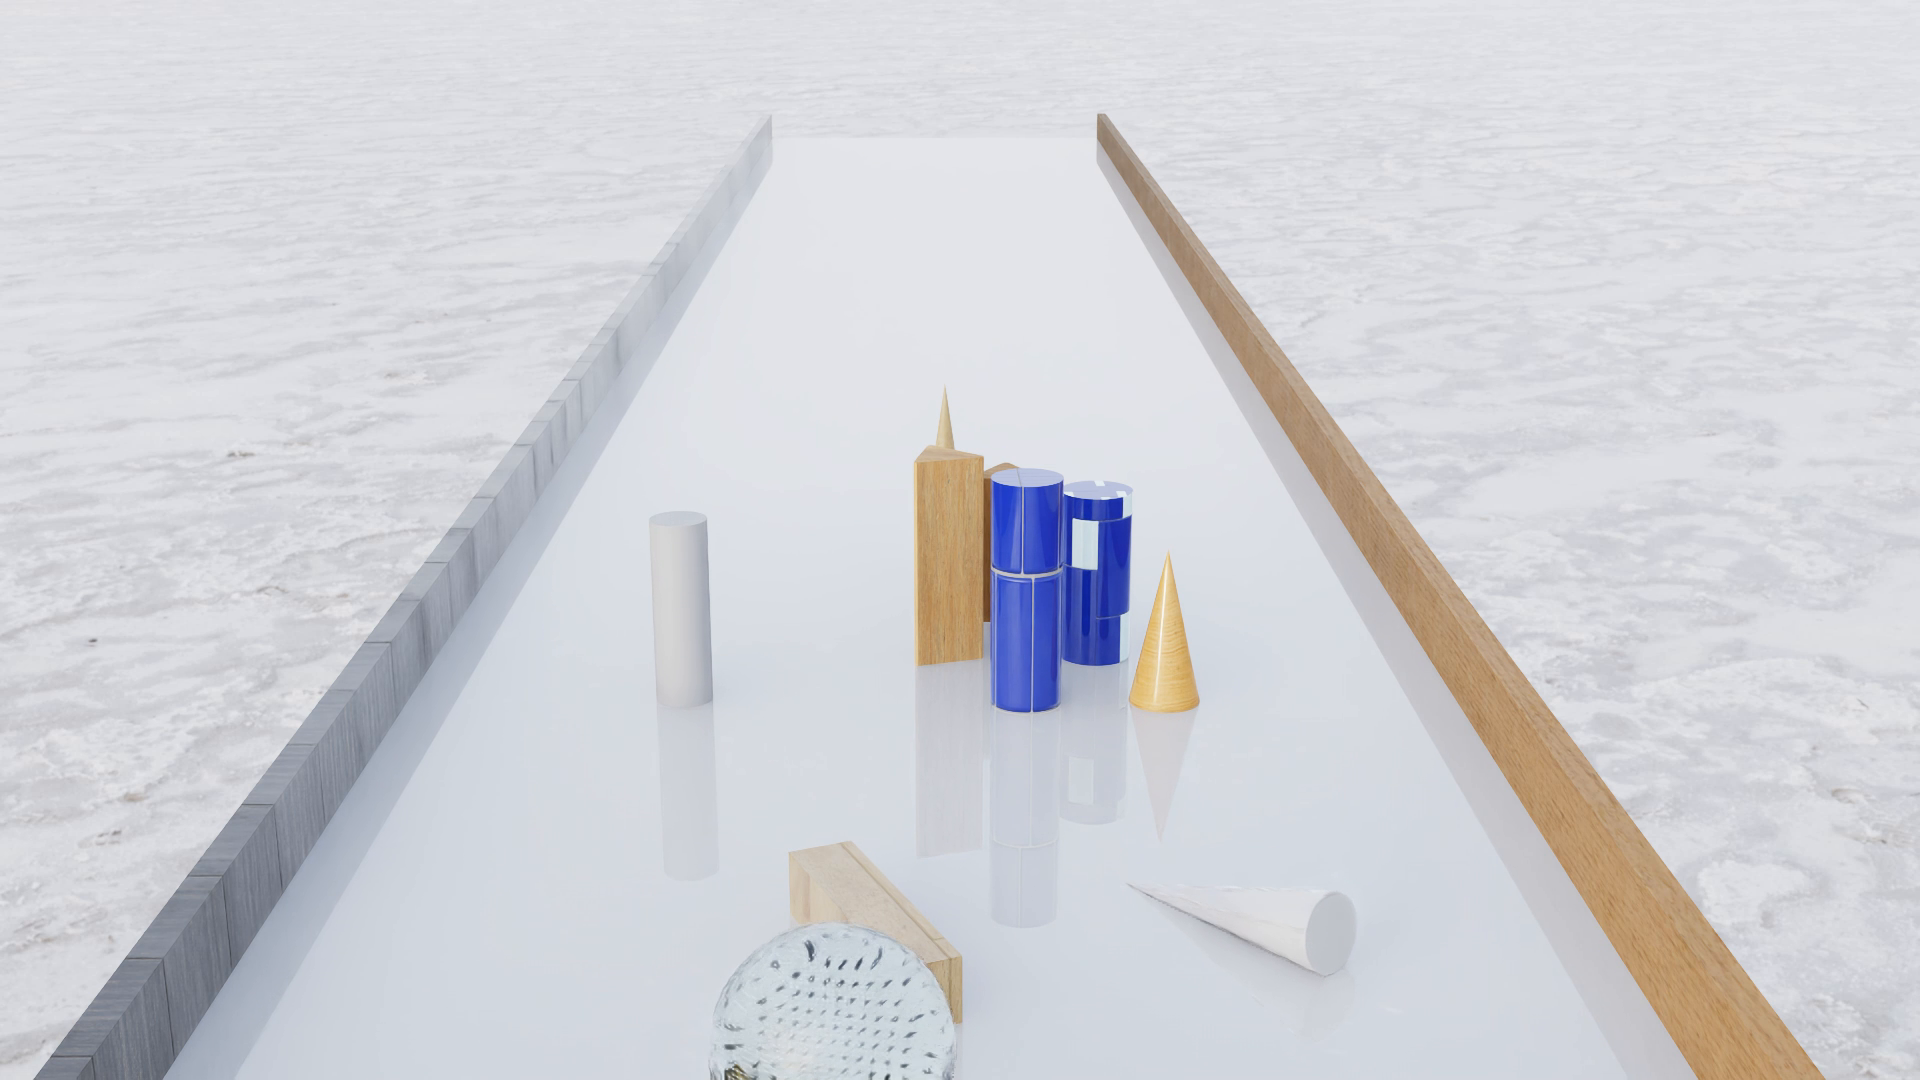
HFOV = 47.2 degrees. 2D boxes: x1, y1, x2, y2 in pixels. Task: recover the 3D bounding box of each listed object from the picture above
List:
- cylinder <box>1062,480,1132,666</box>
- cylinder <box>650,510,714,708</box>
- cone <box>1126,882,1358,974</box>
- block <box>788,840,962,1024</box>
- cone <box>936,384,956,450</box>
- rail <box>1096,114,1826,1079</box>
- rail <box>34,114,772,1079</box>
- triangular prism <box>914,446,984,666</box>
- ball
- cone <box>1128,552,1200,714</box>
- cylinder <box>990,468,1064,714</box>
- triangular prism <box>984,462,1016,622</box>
[{"bbox_3d":[0.271,0.066,4.402,0.143,0.344,0.143,0,17,0],"label":"cylinder"},{"bbox_3d":[-0.527,0.131,4.158,0.108,0.357,0.108,0,17,0],"label":"cylinder"},{"bbox_3d":[0.393,0.547,3.282,0.121,0.121,0.403,-15,14,-41],"label":"cone"},{"bbox_3d":[-0.127,0.564,3.153,0.101,0.101,0.412,-7,18,-23],"label":"block"},{"bbox_3d":[-0.033,-0.131,4.882,0.133,0.447,0.133,0,17,0],"label":"cone"},{"bbox_3d":[0.932,-0.844,7.801,0.050,0.150,12.000,0,17,-1],"label":"rail"},{"bbox_3d":[-1.118,-0.838,7.780,0.050,0.150,12.000,0,17,-1],"label":"rail"},{"bbox_3d":[-0.041,0.027,4.403,0.142,0.418,0.123,-6,17,-18],"label":"triangular prism"},{"bbox_3d":[-0.154,0.611,2.647,0.299,0.299,0.299,0,17,0],"label":"ball"},{"bbox_3d":[0.390,0.161,4.154,0.136,0.302,0.136,0,17,0],"label":"cone"},{"bbox_3d":[0.125,0.096,4.129,0.136,0.442,0.136,0,17,0],"label":"cylinder"},{"bbox_3d":[0.097,0.003,4.665,0.151,0.314,0.131,0,17,1],"label":"triangular prism"}]
